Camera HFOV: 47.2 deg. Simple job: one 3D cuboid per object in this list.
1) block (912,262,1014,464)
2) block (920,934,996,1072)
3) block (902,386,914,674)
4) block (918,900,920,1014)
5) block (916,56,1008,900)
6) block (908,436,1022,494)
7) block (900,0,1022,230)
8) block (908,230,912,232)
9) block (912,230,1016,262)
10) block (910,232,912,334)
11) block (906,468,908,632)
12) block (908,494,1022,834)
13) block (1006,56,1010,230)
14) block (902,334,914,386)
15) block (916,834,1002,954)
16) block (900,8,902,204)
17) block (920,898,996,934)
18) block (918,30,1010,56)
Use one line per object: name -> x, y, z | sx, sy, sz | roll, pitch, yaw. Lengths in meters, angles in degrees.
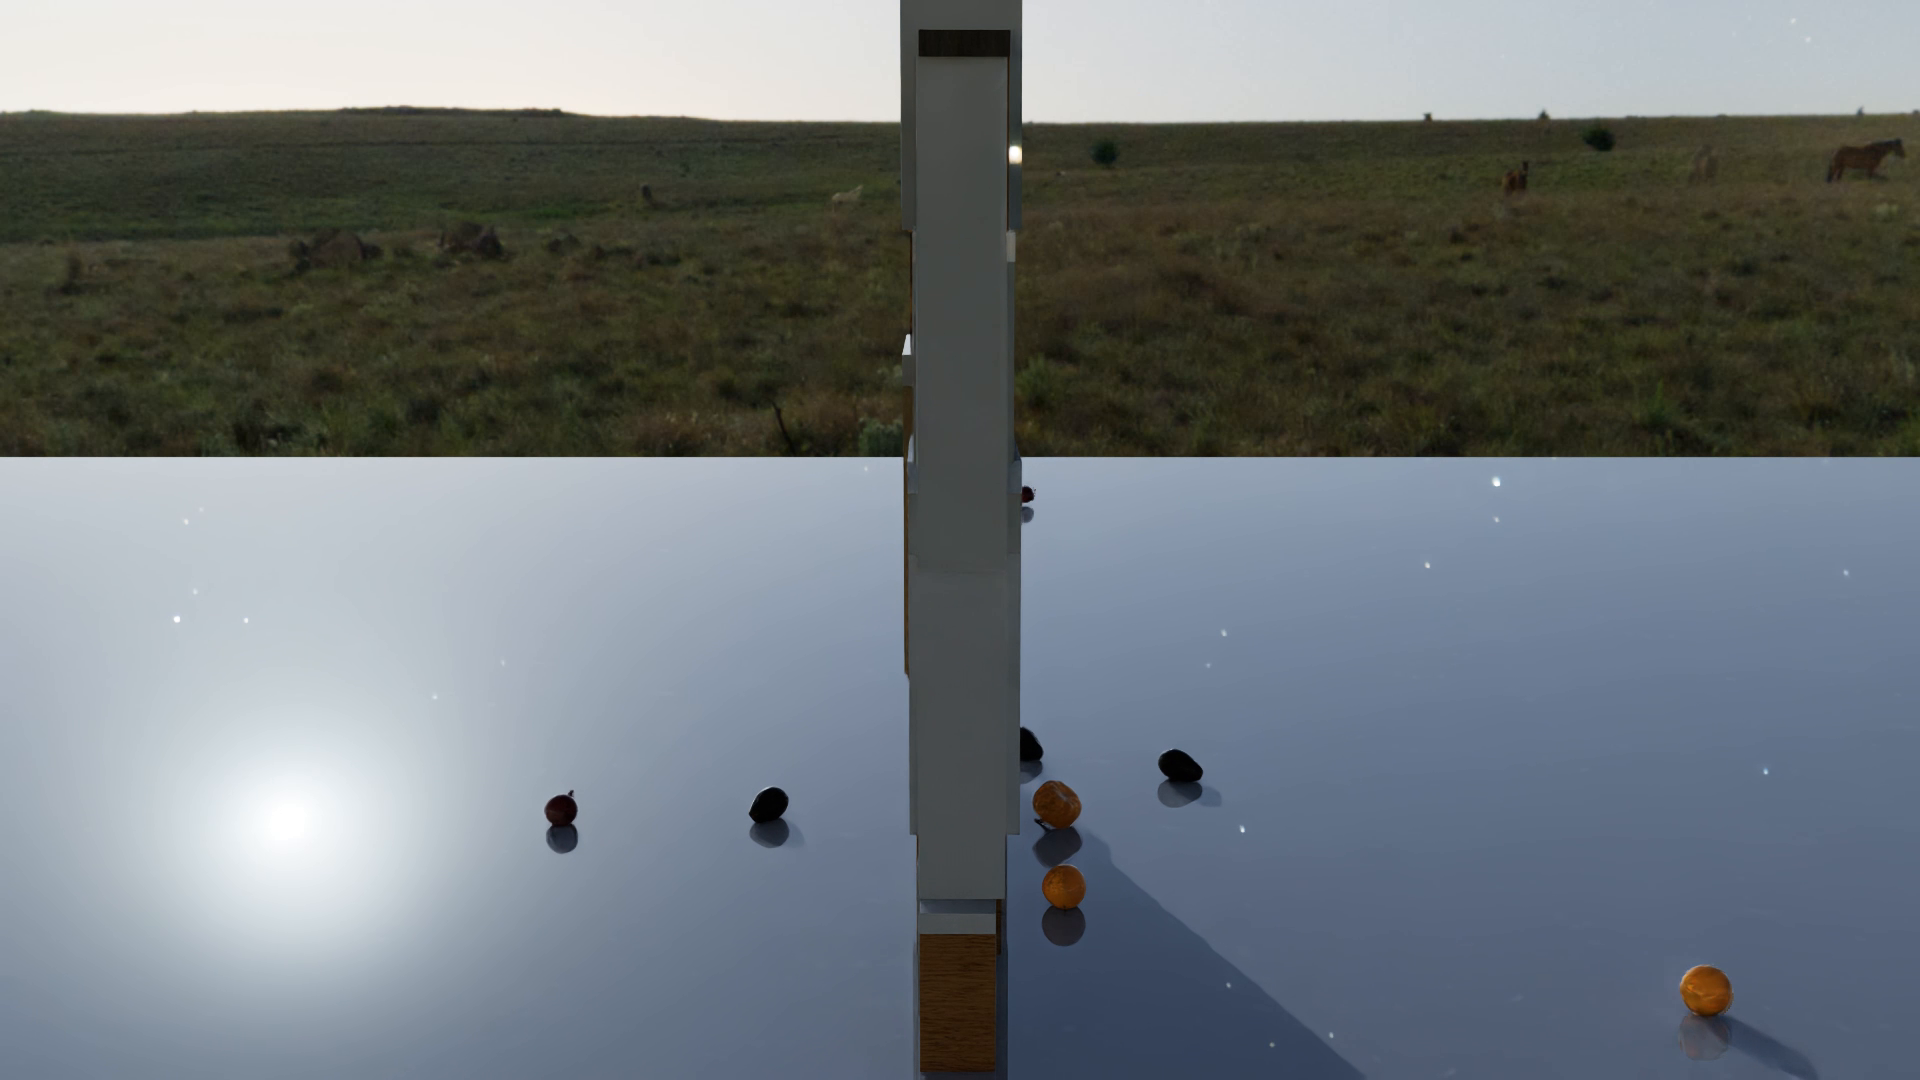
block -> 0.005, -0.242, 2.995 | 0.137, 0.275, 0.039 | 0, 10, -1
block -> -0.003, 0.617, 2.971 | 0.101, 0.202, 0.029 | 0, 10, 0
block -> -0.004, -0.019, 3.411 | 0.166, 0.455, 0.047 | 0, 11, 0
block -> -0.005, 0.570, 3.162 | 0.113, 0.225, 0.032 | 0, 11, 0
block -> 0.002, -0.067, 2.892 | 0.116, 1.112, 0.033 | 0, 9, -1
block -> 0.005, -0.112, 3.185 | 0.157, 0.045, 0.315 | 0, 9, -1
block -> 0.002, -0.614, 3.064 | 0.167, 0.359, 0.047 | 0, 10, -1
block -> 0.000, -0.574, 3.863 | 0.174, 0.049, 0.347 | 0, 11, 0
block -> 0.004, -0.411, 3.058 | 0.137, 0.039, 0.274 | 0, 9, -1
block -> 0.002, -0.355, 3.779 | 0.174, 0.347, 0.049 | 0, 9, 0
block -> -0.001, 0.050, 3.308 | 0.158, 0.315, 0.045 | 0, 10, 0
block -> 0.007, 0.173, 3.125 | 0.158, 0.497, 0.045 | 0, 9, 0
block -> 0.008, -0.536, 2.983 | 0.116, 0.231, 0.033 | 0, 8, -1
block -> -0.004, -0.286, 3.473 | 0.166, 0.047, 0.332 | 0, 11, 0
block -> -0.001, 0.510, 3.390 | 0.130, 0.259, 0.037 | 0, 11, 0
block -> -0.005, -0.664, 3.276 | 0.167, 0.334, 0.047 | 0, 10, 0
block -> -0.003, 0.491, 3.015 | 0.101, 0.029, 0.203 | 0, 10, 0
block -> 0.008, -0.650, 2.881 | 0.116, 0.033, 0.231 | 0, 12, 1
